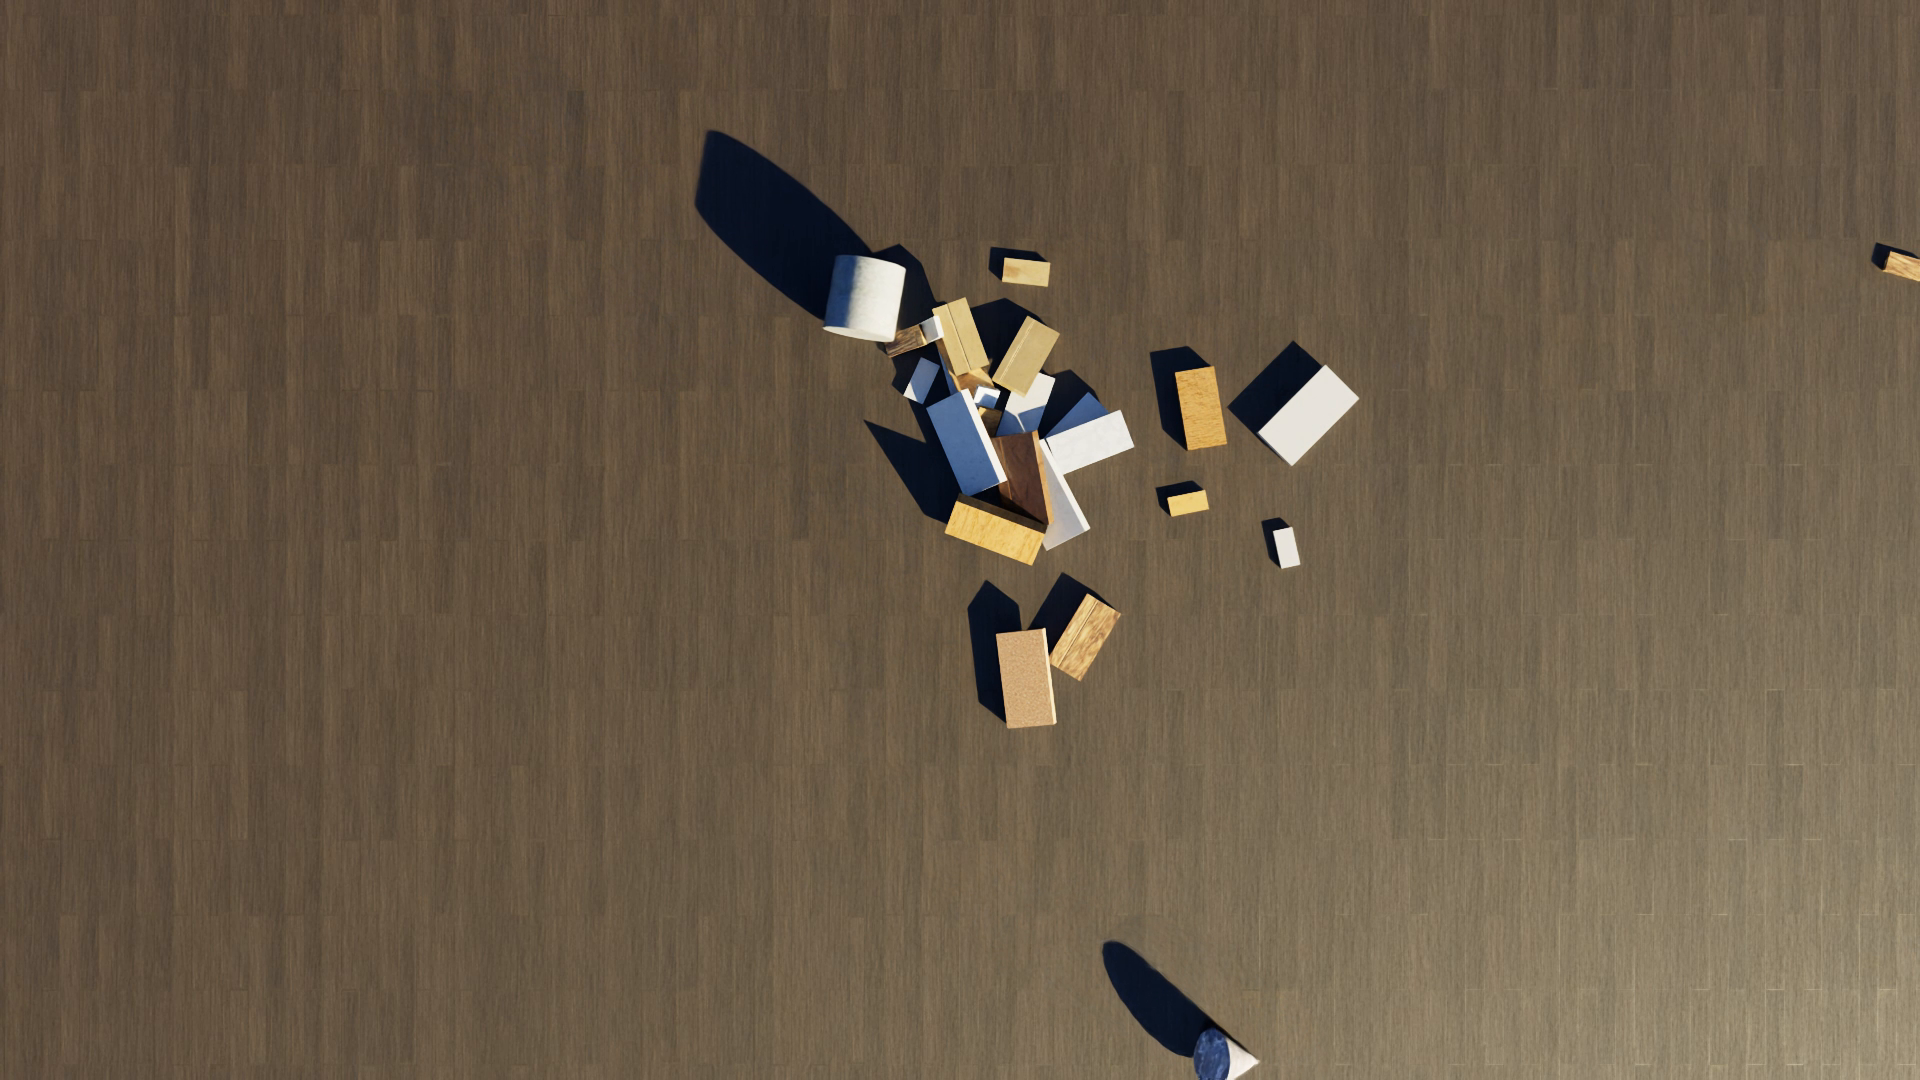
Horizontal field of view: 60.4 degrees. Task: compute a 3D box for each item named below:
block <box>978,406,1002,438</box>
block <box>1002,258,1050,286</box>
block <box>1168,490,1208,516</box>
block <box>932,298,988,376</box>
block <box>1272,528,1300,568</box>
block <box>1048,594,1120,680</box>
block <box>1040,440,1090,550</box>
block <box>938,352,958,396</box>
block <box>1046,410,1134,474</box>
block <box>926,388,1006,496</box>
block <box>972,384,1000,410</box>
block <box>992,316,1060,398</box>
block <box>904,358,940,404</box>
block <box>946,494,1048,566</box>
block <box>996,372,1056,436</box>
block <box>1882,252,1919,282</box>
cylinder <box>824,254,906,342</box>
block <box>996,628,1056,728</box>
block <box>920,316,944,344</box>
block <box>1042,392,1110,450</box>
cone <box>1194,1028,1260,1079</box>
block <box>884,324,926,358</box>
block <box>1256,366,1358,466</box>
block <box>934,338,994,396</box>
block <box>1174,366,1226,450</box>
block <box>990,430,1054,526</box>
[{"bbox_3d":[0.079,-0.364,5.454,0.076,0.022,0.152,15,115,-8],"label":"block"},{"bbox_3d":[0.220,-0.891,5.489,0.152,0.022,0.076,6,90,0],"label":"block"},{"bbox_3d":[0.759,-0.122,5.491,0.127,0.018,0.063,-11,90,0],"label":"block"},{"bbox_3d":[0.002,-0.666,5.418,0.116,0.033,0.231,-20,90,0],"label":"block"},{"bbox_3d":[1.086,0.026,5.491,0.063,0.018,0.127,-12,90,0],"label":"block"},{"bbox_3d":[0.410,0.323,5.482,0.130,0.037,0.261,31,90,0],"label":"block"},{"bbox_3d":[0.281,-0.149,5.443,0.158,0.045,0.331,-28,90,29],"label":"block"},{"bbox_3d":[-0.006,-0.608,5.484,0.116,0.033,0.231,-16,90,0],"label":"block"},{"bbox_3d":[0.428,-0.321,5.446,0.261,0.037,0.130,-21,93,-1],"label":"block"},{"bbox_3d":[0.021,-0.317,5.437,0.154,0.044,0.326,-23,90,36],"label":"block"},{"bbox_3d":[0.070,-0.435,5.447,0.076,0.022,0.152,11,116,-20],"label":"block"},{"bbox_3d":[0.218,-0.605,5.451,0.123,0.035,0.247,29,75,0],"label":"block"},{"bbox_3d":[-0.127,-0.530,5.490,0.070,0.020,0.140,25,90,0],"label":"block"},{"bbox_3d":[0.118,-0.035,5.430,0.309,0.044,0.154,21,135,0],"label":"block"},{"bbox_3d":[0.217,-0.439,5.483,0.123,0.035,0.247,20,90,0],"label":"block"},{"bbox_3d":[3.145,-0.911,5.491,0.127,0.018,0.063,16,90,0],"label":"block"},{"bbox_3d":[-0.313,-0.787,5.383,0.234,0.234,0.234,10,90,0],"label":"cylinder"},{"bbox_3d":[0.219,0.458,5.459,0.157,0.045,0.315,-7,90,14],"label":"block"},{"bbox_3d":[-0.106,-0.687,5.436,0.020,0.140,0.070,-15,90,-33],"label":"block"},{"bbox_3d":[0.384,-0.359,5.483,0.123,0.035,0.247,44,90,0],"label":"block"},{"bbox_3d":[0.913,1.721,5.456,0.197,0.197,0.197,11,90,-27],"label":"cone"},{"bbox_3d":[-0.184,-0.660,5.461,0.139,0.020,0.070,-16,90,25],"label":"block"},{"bbox_3d":[1.154,-0.412,5.478,0.158,0.045,0.315,45,90,0],"label":"block"},{"bbox_3d":[0.015,-0.580,5.451,0.116,0.033,0.231,-25,90,0],"label":"block"},{"bbox_3d":[0.798,-0.437,5.482,0.130,0.037,0.261,-10,90,0],"label":"block"},{"bbox_3d":[0.204,-0.196,5.418,0.154,0.044,0.309,-7,100,27],"label":"block"}]
